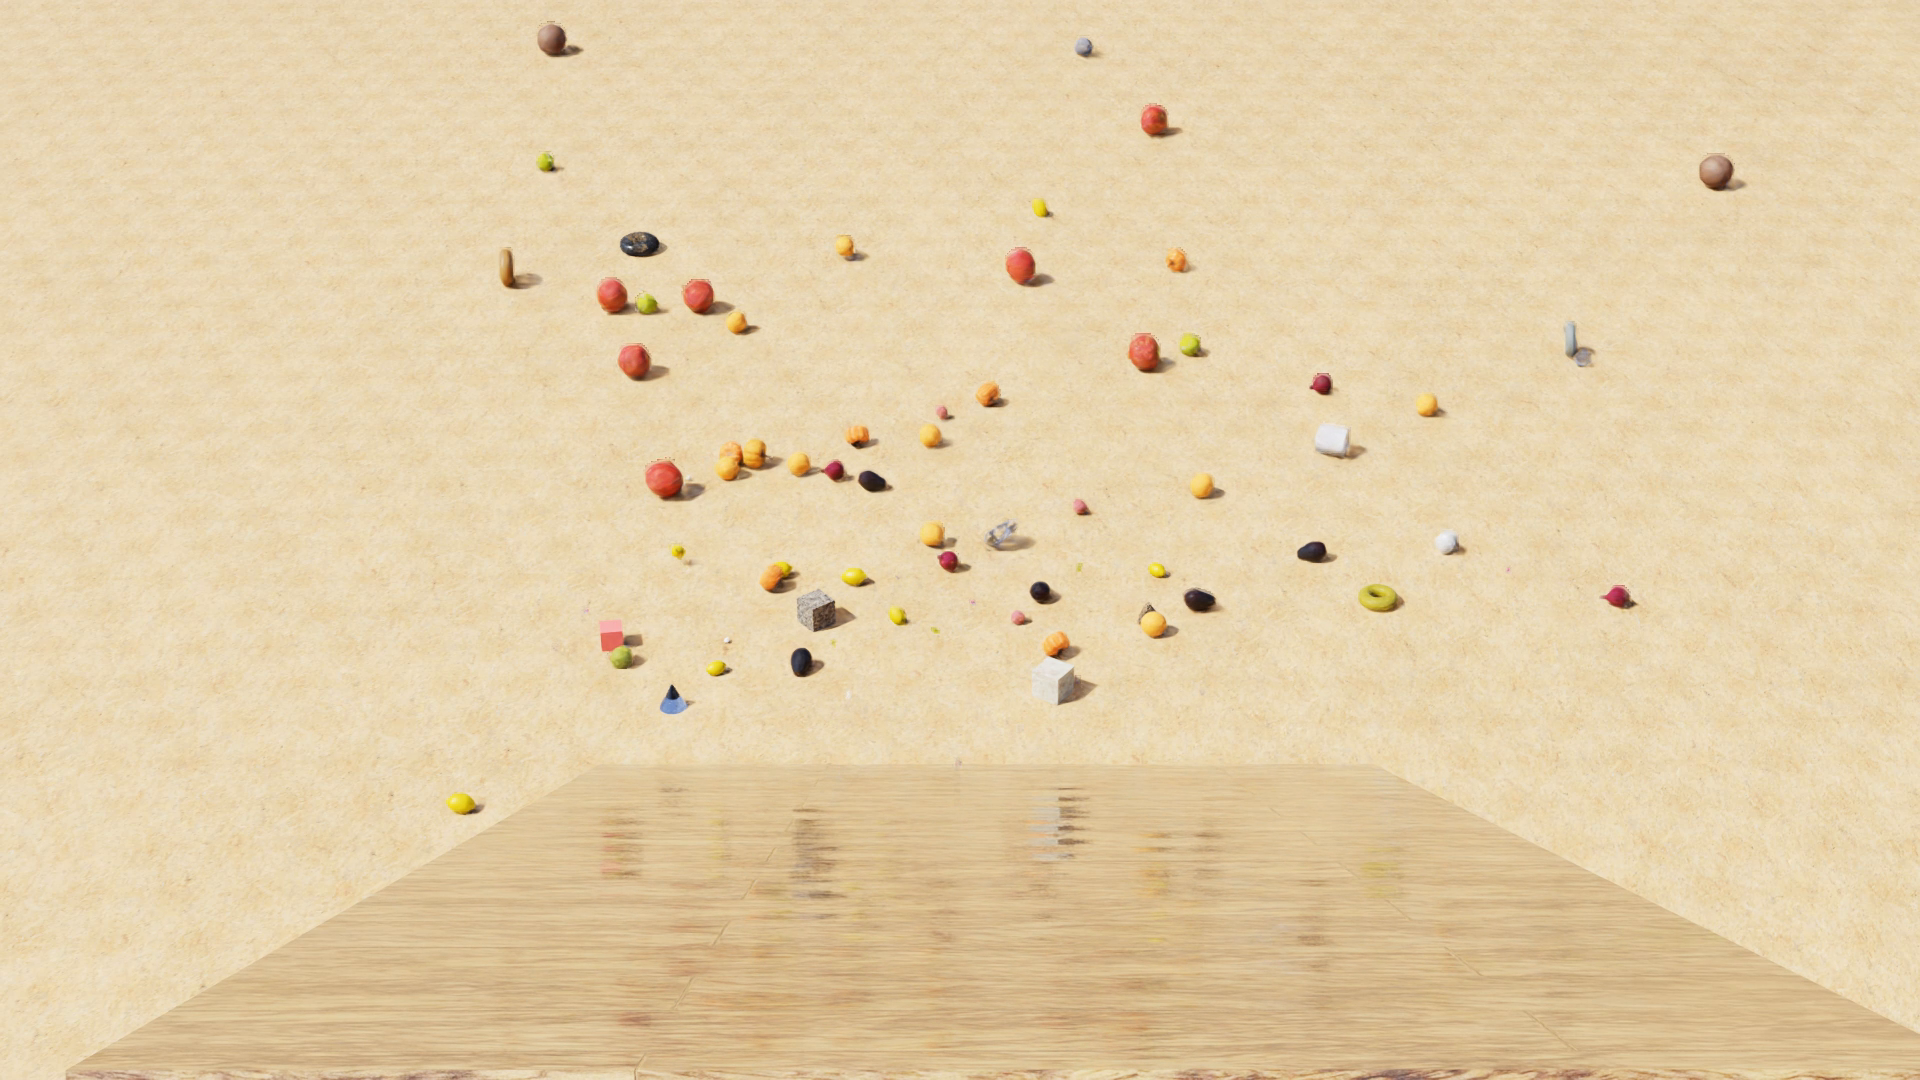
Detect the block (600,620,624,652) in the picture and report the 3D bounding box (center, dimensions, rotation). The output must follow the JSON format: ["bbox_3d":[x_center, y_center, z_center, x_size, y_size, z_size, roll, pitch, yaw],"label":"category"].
[{"bbox_3d":[-0.983,0.269,7.309,0.062,0.062,0.062,-5,32,-8],"label":"block"}]

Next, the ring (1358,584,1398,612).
[{"bbox_3d":[1.211,0.167,7.502,0.117,0.039,0.117,-1,30,0],"label":"ring"}]

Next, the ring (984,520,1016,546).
[{"bbox_3d":[0.121,-0.021,7.759,0.111,0.111,0.037,-25,81,-35],"label":"ring"}]

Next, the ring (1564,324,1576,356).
[{"bbox_3d":[2.080,-0.681,8.824,0.038,0.115,0.115,-2,30,13],"label":"ring"}]

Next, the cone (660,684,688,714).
[{"bbox_3d":[-0.782,0.421,7.044,0.076,0.076,0.076,0,31,0],"label":"cone"}]

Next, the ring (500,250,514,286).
[{"bbox_3d":[-1.630,-0.979,9.302,0.043,0.130,0.130,-2,31,-6],"label":"ring"}]

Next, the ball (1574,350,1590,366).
[{"bbox_3d":[2.110,-0.617,8.781,0.056,0.056,0.056,0,31,0],"label":"ball"}]

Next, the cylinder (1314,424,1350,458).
[{"bbox_3d":[1.187,-0.317,8.249,0.090,0.090,0.090,13,33,19],"label":"cylinder"}]

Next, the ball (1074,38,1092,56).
[{"bbox_3d":[0.538,-2.149,11.292,0.081,0.081,0.081,0,31,0],"label":"ball"}]

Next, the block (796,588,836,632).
[{"bbox_3d":[-0.411,0.202,7.404,0.079,0.079,0.079,-23,38,-32],"label":"block"}]

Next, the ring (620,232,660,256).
[{"bbox_3d":[-1.186,-1.095,9.580,0.147,0.049,0.147,-1,32,0],"label":"ring"}]

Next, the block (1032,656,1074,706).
[{"bbox_3d":[0.255,0.386,7.094,0.084,0.084,0.084,19,36,29],"label":"block"}]

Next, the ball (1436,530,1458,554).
[{"bbox_3d":[1.455,0.007,7.738,0.067,0.067,0.067,0,31,0],"label":"ball"}]

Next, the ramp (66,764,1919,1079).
[{"bbox_3d":[0.069,0.615,4.691,2.000,0.100,4.000,0,0,0],"label":"ramp"}]

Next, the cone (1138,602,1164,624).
[{"bbox_3d":[0.555,0.223,7.414,0.071,0.071,0.071,27,32,-6],"label":"cone"}]
